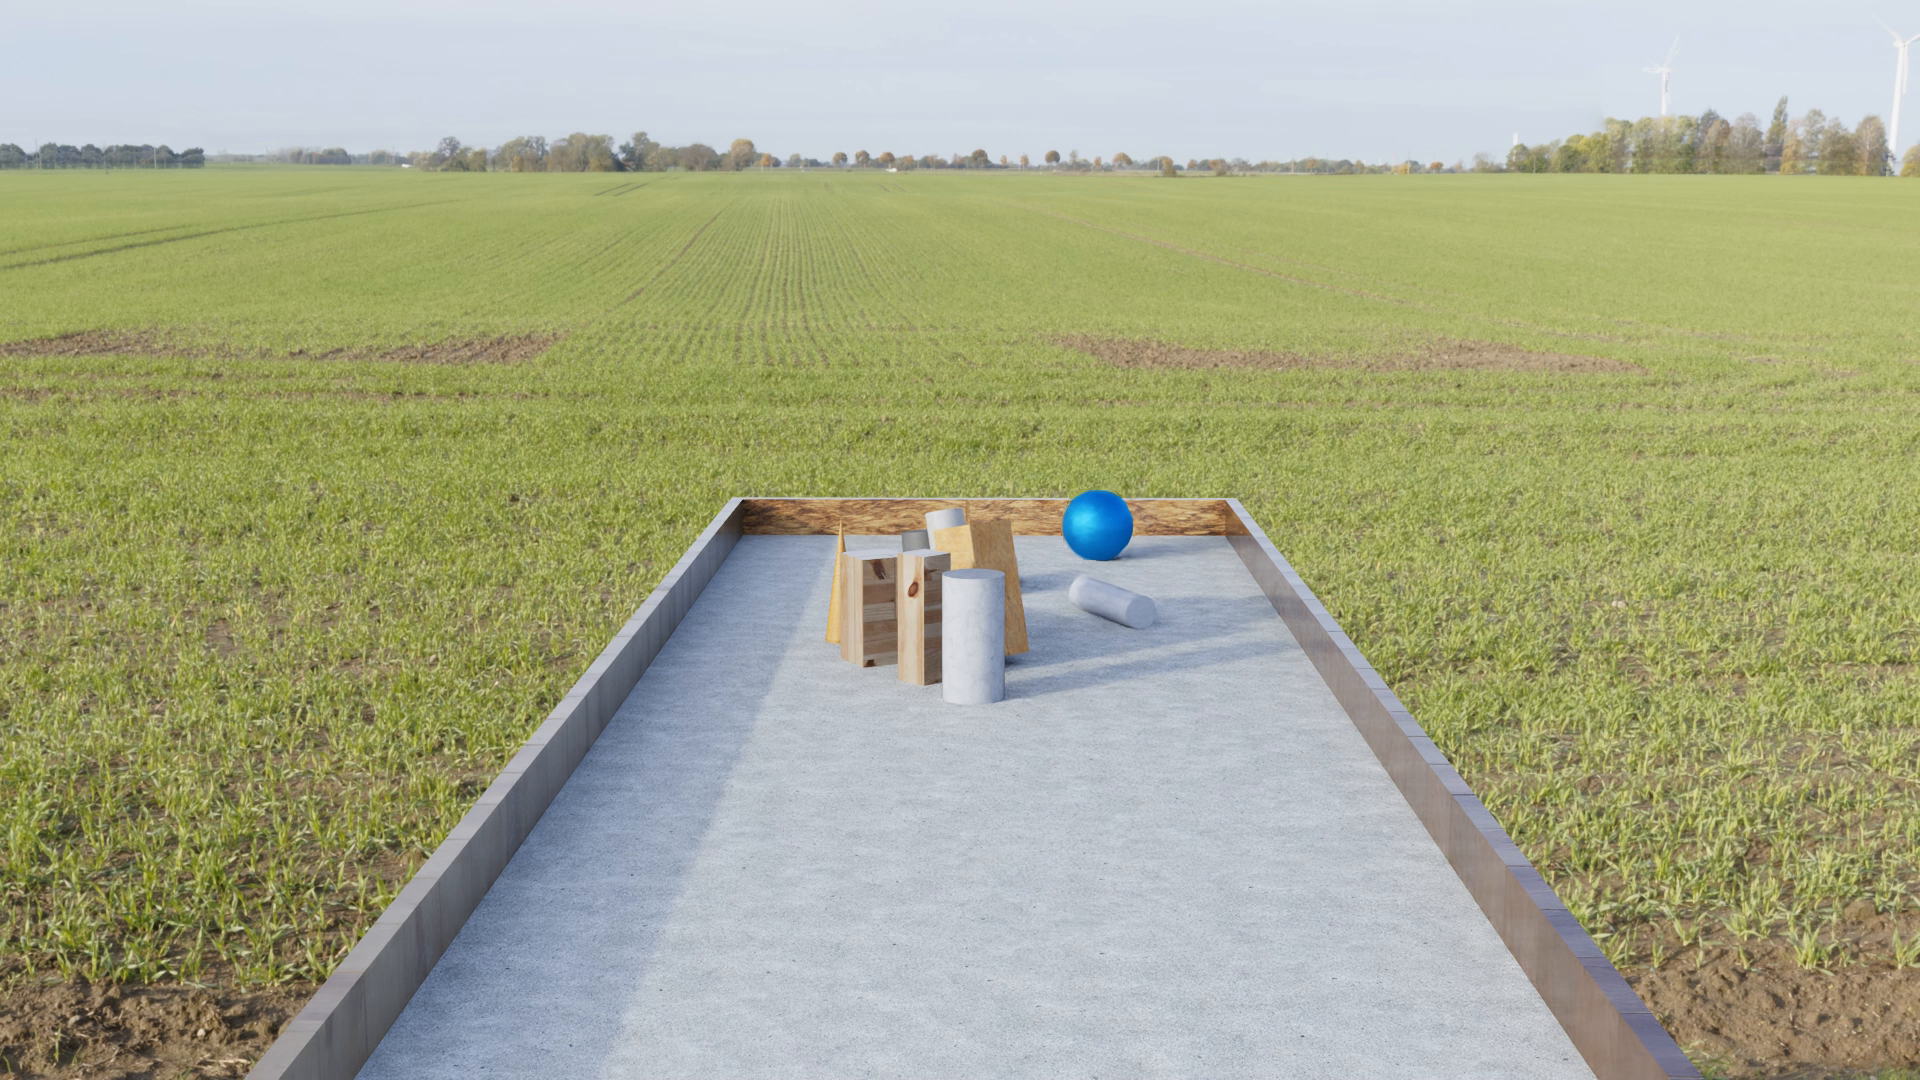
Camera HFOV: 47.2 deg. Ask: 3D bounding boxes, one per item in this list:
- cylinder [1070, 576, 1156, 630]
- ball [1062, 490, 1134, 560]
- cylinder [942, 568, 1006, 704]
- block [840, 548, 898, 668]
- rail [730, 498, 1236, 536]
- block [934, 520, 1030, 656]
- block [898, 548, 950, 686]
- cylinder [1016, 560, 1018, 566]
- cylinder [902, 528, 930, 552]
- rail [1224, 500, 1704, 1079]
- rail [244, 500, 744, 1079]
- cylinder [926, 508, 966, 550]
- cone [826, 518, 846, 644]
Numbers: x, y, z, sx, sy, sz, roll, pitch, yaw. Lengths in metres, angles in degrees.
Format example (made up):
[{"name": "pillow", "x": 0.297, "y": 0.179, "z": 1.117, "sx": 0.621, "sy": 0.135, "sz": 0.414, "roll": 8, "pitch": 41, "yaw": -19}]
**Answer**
[{"name": "cylinder", "x": 0.507, "y": 0.208, "z": 7.342, "sx": 0.112, "sy": 0.112, "sz": 0.398, "roll": -4, "pitch": 10, "yaw": -25}, {"name": "ball", "x": 0.532, "y": -0.058, "z": 8.499, "sx": 0.274, "sy": 0.274, "sz": 0.274, "roll": 0, "pitch": 9, "yaw": 0}, {"name": "cylinder", "x": 0.038, "y": 0.270, "z": 6.177, "sx": 0.177, "sy": 0.354, "sz": 0.177, "roll": 0, "pitch": 9, "yaw": 0}, {"name": "block", "x": -0.256, "y": 0.204, "z": 6.674, "sx": 0.162, "sy": 0.327, "sz": 0.162, "roll": -5, "pitch": 10, "yaw": -28}, {"name": "rail", "x": 0.099, "y": -0.098, "z": 9.147, "sx": 2.100, "sy": 0.150, "sz": 0.050, "roll": 0, "pitch": 9, "yaw": 1}, {"name": "block", "x": 0.065, "y": 0.154, "z": 6.660, "sx": 0.167, "sy": 0.405, "sz": 0.167, "roll": -8, "pitch": -1, "yaw": -42}, {"name": "block", "x": -0.104, "y": 0.223, "z": 6.397, "sx": 0.109, "sy": 0.377, "sz": 0.109, "roll": 9, "pitch": 13, "yaw": 44}, {"name": "cylinder", "x": 0.150, "y": 0.119, "z": 7.941, "sx": 0.100, "sy": 0.100, "sz": 0.304, "roll": 1, "pitch": 9, "yaw": 5}, {"name": "cylinder", "x": -0.095, "y": 0.143, "z": 6.939, "sx": 0.150, "sy": 0.349, "sz": 0.150, "roll": -5, "pitch": 3, "yaw": 0}, {"name": "rail", "x": 1.046, "y": 0.843, "z": 3.208, "sx": 0.050, "sy": 0.150, "sz": 12.000, "roll": 0, "pitch": 9, "yaw": 1}, {"name": "rail", "x": -1.004, "y": 0.839, "z": 3.234, "sx": 0.050, "sy": 0.150, "sz": 12.000, "roll": 0, "pitch": 9, "yaw": 1}, {"name": "cylinder", "x": -0.017, "y": 0.123, "z": 6.804, "sx": 0.120, "sy": 0.431, "sz": 0.120, "roll": -9, "pitch": -3, "yaw": 0}, {"name": "cone", "x": -0.375, "y": 0.124, "z": 6.964, "sx": 0.108, "sy": 0.396, "sz": 0.108, "roll": 0, "pitch": 9, "yaw": 0}]
